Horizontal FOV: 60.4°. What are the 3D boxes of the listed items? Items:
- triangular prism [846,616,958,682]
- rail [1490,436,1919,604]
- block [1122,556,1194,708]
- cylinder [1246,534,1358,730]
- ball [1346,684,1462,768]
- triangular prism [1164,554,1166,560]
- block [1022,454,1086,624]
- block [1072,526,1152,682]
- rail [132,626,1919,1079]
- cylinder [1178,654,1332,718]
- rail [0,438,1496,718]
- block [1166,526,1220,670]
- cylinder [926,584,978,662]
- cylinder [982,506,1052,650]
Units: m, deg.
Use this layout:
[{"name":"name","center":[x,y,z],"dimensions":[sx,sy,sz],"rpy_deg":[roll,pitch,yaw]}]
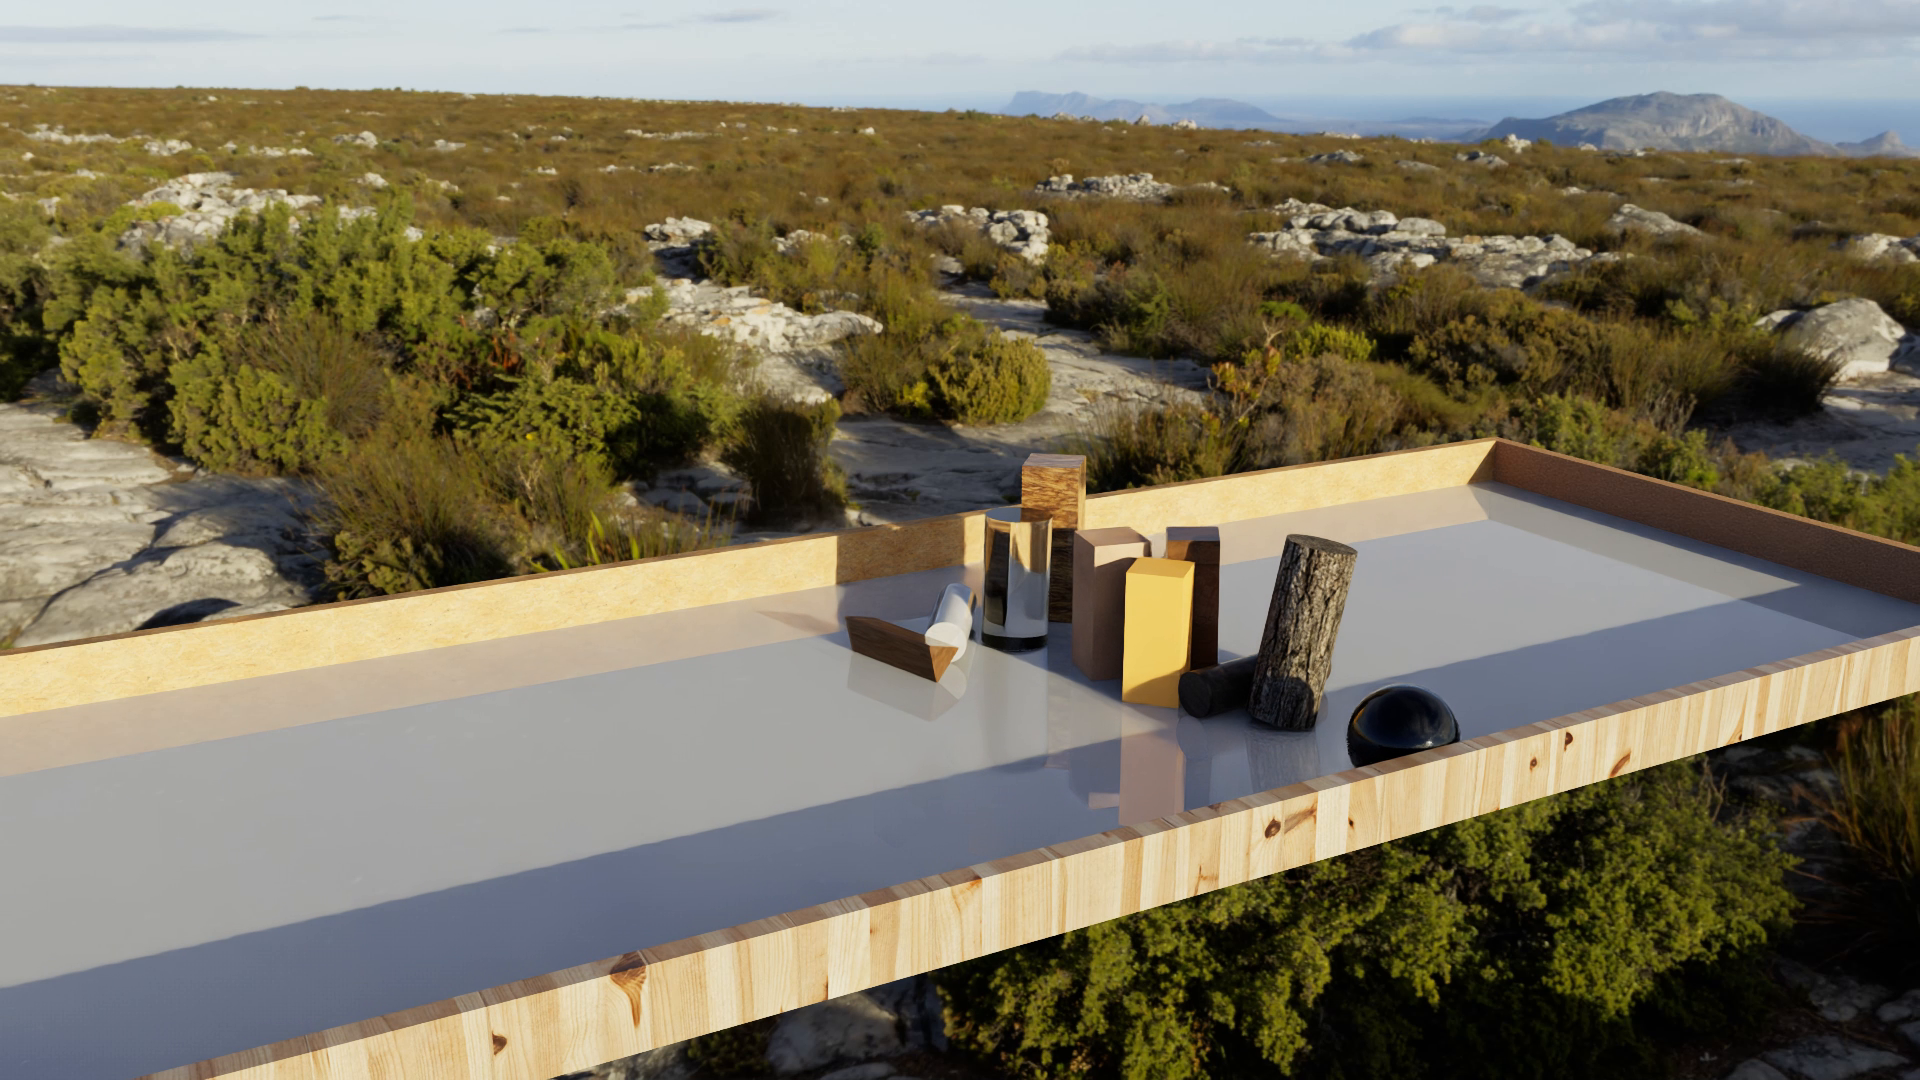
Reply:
[{"name":"triangular prism","center":[-0.165,0.257,4.234],"dimensions":[0.322,0.090,0.104],"rpy_deg":[16,66,43]},{"name":"rail","center":[2.466,-0.048,5.253],"dimensions":[0.050,0.150,2.100],"rpy_deg":[-9,18,-27]},{"name":"block","center":[0.483,0.223,4.011],"dimensions":[0.138,0.329,0.138],"rpy_deg":[5,17,18]},{"name":"cylinder","center":[0.794,0.212,3.841],"dimensions":[0.165,0.422,0.165],"rpy_deg":[10,13,-2]},{"name":"ball","center":[0.940,0.423,3.496],"dimensions":[0.236,0.236,0.236],"rpy_deg":[0,16,0]},{"name":"triangular prism","center":[0.550,0.116,4.562],"dimensions":[0.128,0.111,0.458],"rpy_deg":[8,32,26]},{"name":"block","center":[0.260,-0.006,4.592],"dimensions":[0.155,0.441,0.155],"rpy_deg":[3,17,11]},{"name":"block","center":[0.381,0.160,4.184],"dimensions":[0.149,0.353,0.149],"rpy_deg":[-5,17,-16]},{"name":"rail","center":[-2.336,1.006,1.665],"dimensions":[12.000,0.150,0.050],"rpy_deg":[-9,18,-27]},{"name":"cylinder","center":[0.721,0.335,4.017],"dimensions":[0.402,0.112,0.112],"rpy_deg":[-11,20,-33]},{"name":"rail","center":[-3.305,0.497,3.399],"dimensions":[12.000,0.150,0.050],"rpy_deg":[-9,18,-27]},{"name":"block","center":[0.579,0.165,4.120],"dimensions":[0.128,0.377,0.128],"rpy_deg":[1,16,6]},{"name":"cylinder","center":[-0.023,0.219,4.414],"dimensions":[0.111,0.111,0.330],"rpy_deg":[1,16,5]},{"name":"cylinder","center":[0.151,0.101,4.386],"dimensions":[0.179,0.345,0.179],"rpy_deg":[1,14,0]}]
